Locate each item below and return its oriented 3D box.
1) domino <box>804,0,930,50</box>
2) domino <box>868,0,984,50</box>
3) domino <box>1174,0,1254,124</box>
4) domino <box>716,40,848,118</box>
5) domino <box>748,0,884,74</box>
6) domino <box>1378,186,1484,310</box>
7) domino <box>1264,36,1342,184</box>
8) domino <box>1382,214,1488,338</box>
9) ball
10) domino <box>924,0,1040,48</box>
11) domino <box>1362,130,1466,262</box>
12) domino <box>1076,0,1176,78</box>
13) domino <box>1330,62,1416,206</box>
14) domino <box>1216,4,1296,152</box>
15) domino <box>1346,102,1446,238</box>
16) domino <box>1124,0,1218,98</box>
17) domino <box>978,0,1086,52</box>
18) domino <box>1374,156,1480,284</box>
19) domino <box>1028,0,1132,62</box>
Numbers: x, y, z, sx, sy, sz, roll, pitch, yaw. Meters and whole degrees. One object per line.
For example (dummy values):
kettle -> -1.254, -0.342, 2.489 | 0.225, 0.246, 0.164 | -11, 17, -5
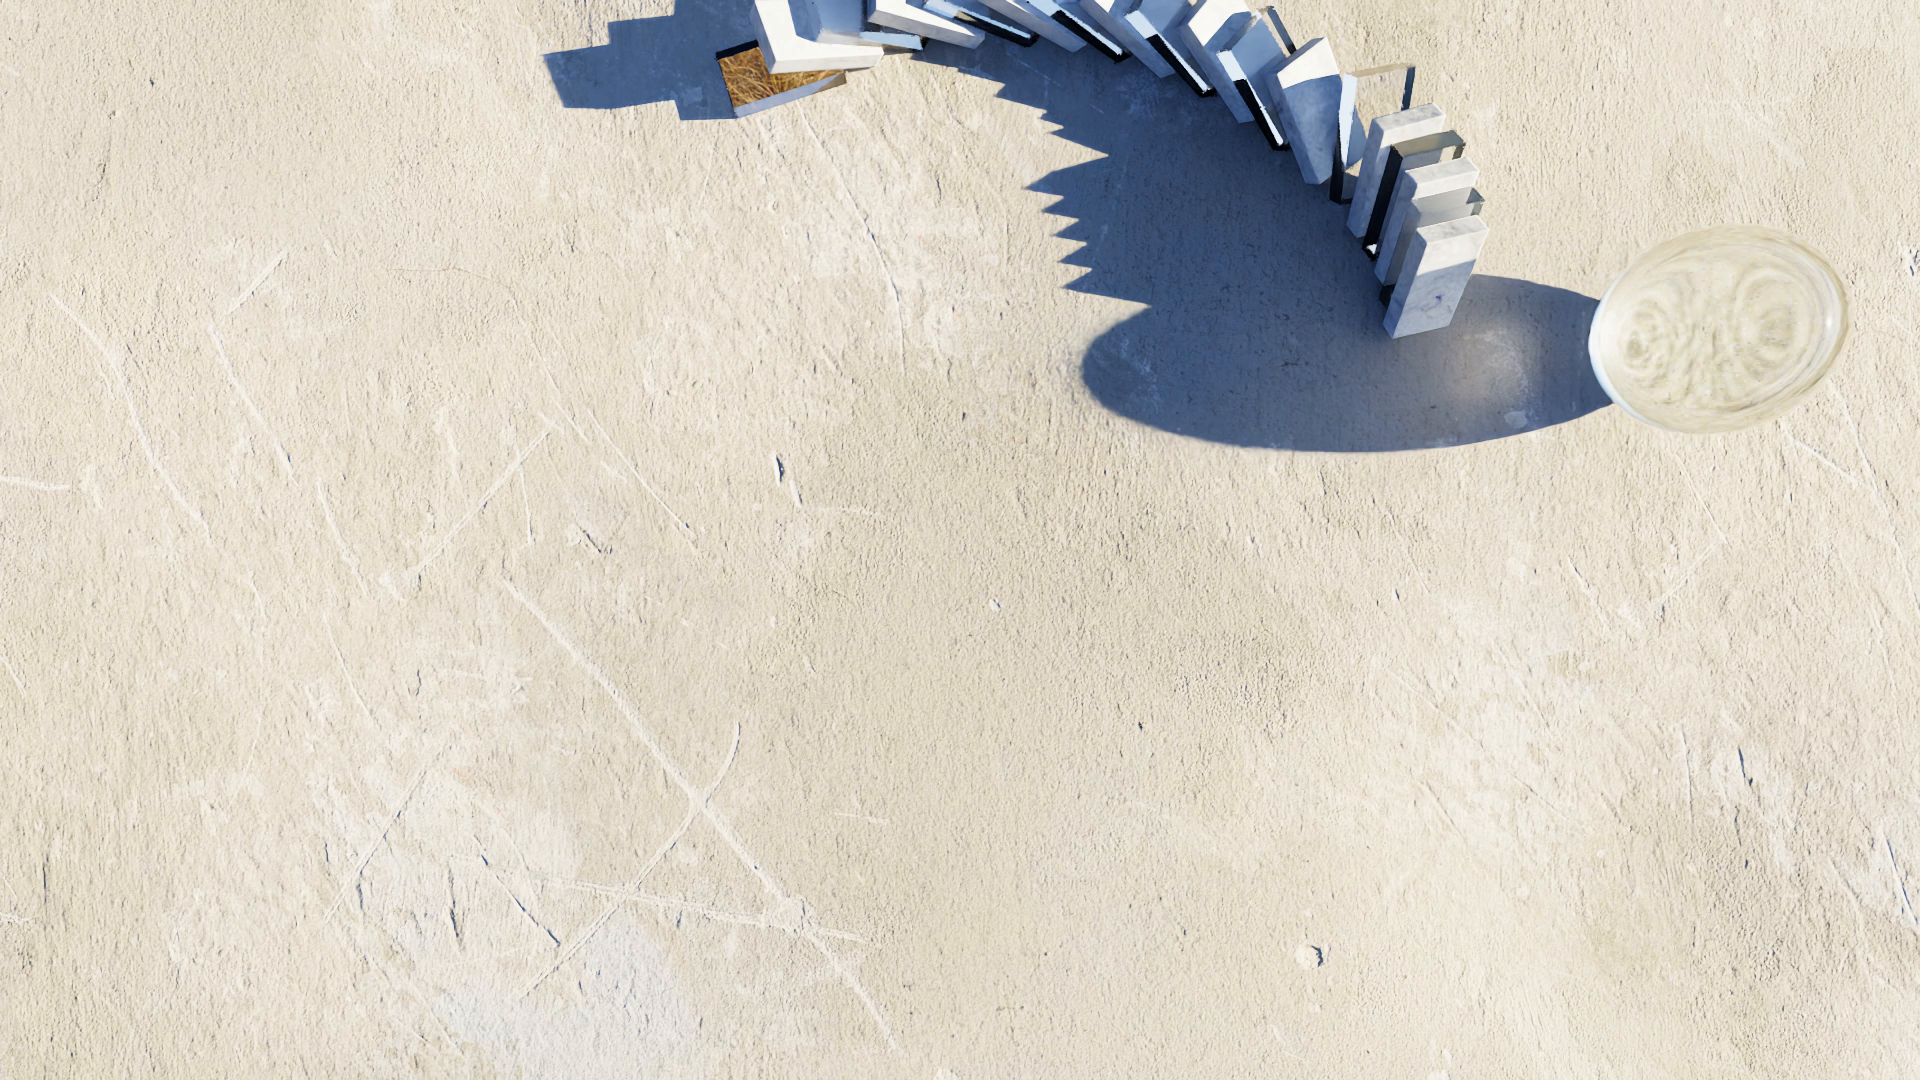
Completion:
domino -> -0.039, -0.221, 0.383 | 0.050, 0.010, 0.025 | -13, 88, -29
domino -> -0.014, -0.226, 0.384 | 0.050, 0.009, 0.025 | -1, 90, -27
domino -> 0.115, -0.204, 0.384 | 0.050, 0.010, 0.025 | 40, 90, -29
domino -> -0.077, -0.204, 0.395 | 0.050, 0.010, 0.025 | -18, 90, 0
domino -> -0.059, -0.210, 0.382 | 0.050, 0.010, 0.025 | -21, 91, -29
domino -> 0.193, -0.118, 0.377 | 0.025, 0.050, 0.010 | -13, 56, 0
domino -> 0.149, -0.179, 0.384 | 0.025, 0.009, 0.050 | -37, 118, 0
domino -> 0.194, -0.107, 0.377 | 0.025, 0.050, 0.010 | -13, 56, 0
ball -> 0.295, -0.082, 0.360 | 0.080, 0.080, 0.080 | 0, 90, 0
domino -> 0.011, -0.230, 0.385 | 0.050, 0.010, 0.025 | 7, 90, -26
domino -> 0.185, -0.140, 0.377 | 0.025, 0.050, 0.009 | -13, 56, 0
domino -> 0.075, -0.221, 0.384 | 0.050, 0.009, 0.025 | 25, 90, -29
domino -> 0.170, -0.168, 0.380 | 0.025, 0.010, 0.050 | -13, 128, -5
domino -> 0.131, -0.192, 0.384 | 0.025, 0.010, 0.050 | -47, 119, 0
domino -> 0.178, -0.151, 0.377 | 0.025, 0.050, 0.010 | -15, 56, 0
domino -> 0.095, -0.213, 0.384 | 0.050, 0.009, 0.025 | 30, 90, -29
domino -> 0.033, -0.229, 0.384 | 0.050, 0.010, 0.025 | 12, 90, -28
domino -> 0.191, -0.130, 0.377 | 0.025, 0.050, 0.009 | -13, 56, 0
domino -> 0.054, -0.226, 0.384 | 0.050, 0.009, 0.025 | 18, 90, -28
